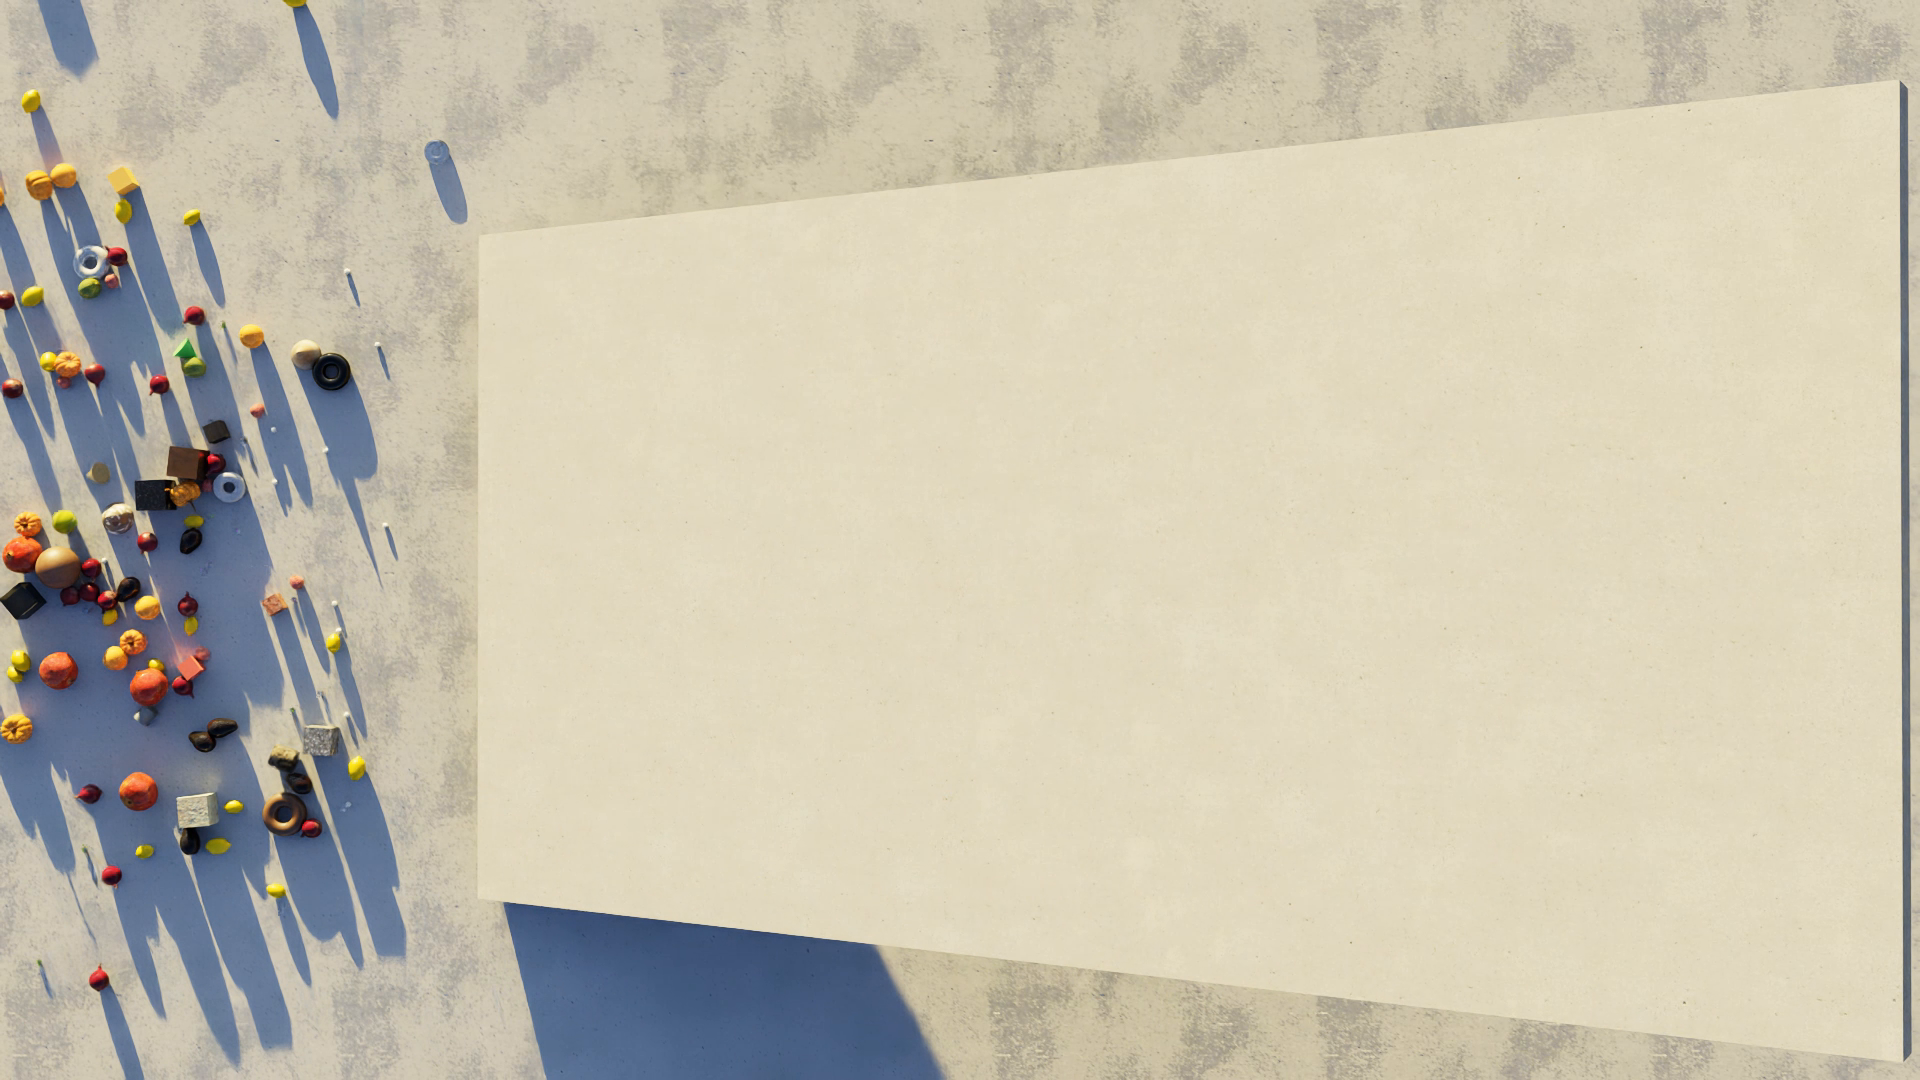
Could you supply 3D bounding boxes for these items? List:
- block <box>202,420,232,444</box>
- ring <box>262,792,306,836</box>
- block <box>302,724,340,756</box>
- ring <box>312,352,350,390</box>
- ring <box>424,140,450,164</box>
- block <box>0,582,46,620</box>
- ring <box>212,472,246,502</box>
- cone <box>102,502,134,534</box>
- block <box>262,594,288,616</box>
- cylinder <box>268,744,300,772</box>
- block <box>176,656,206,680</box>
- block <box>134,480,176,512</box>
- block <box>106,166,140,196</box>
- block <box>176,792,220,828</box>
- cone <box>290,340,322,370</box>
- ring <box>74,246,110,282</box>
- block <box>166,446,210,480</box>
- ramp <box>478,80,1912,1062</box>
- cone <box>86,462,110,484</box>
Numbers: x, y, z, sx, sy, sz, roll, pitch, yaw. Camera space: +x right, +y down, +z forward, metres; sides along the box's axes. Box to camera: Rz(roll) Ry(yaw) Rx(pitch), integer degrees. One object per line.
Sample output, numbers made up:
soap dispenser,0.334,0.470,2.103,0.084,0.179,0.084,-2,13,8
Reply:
block,-2.262,-0.329,6.693,0.054,0.054,0.054,-23,90,0
ring,-2.053,0.834,6.687,0.135,0.045,0.135,0,88,0
block,-1.938,0.608,6.670,0.082,0.082,0.082,4,90,0
ring,-1.915,-0.513,6.702,0.117,0.039,0.117,0,89,-1
ring,-1.598,-1.185,6.714,0.078,0.026,0.078,0,89,1
block,-2.844,0.185,6.675,0.080,0.080,0.080,-40,90,0
ring,-2.226,-0.161,6.697,0.097,0.032,0.097,-2,102,-8
cone,-2.572,-0.067,6.668,0.099,0.099,0.099,0,89,0
block,-2.085,0.197,6.690,0.050,0.050,0.050,-30,90,0
cylinder,-2.052,0.662,6.677,0.068,0.068,0.068,26,90,11
block,-2.336,0.389,6.687,0.052,0.052,0.052,-38,90,0
block,-2.440,-0.135,6.673,0.091,0.091,0.091,-3,90,0
block,-2.549,-1.094,6.697,0.058,0.058,0.058,-31,90,0
block,-2.309,0.819,6.664,0.091,0.091,0.091,-5,90,0
cone,-1.998,-0.565,6.674,0.095,0.095,0.095,0,89,0
ring,-2.649,-0.844,6.706,0.110,0.037,0.110,0,88,0
block,-2.342,-0.233,6.673,0.091,0.091,0.091,7,90,0
ramp,0.258,0.071,5.595,4.000,0.100,2.000,0,89,33
cone,-2.643,-0.199,6.703,0.067,0.067,0.067,-8,89,27
